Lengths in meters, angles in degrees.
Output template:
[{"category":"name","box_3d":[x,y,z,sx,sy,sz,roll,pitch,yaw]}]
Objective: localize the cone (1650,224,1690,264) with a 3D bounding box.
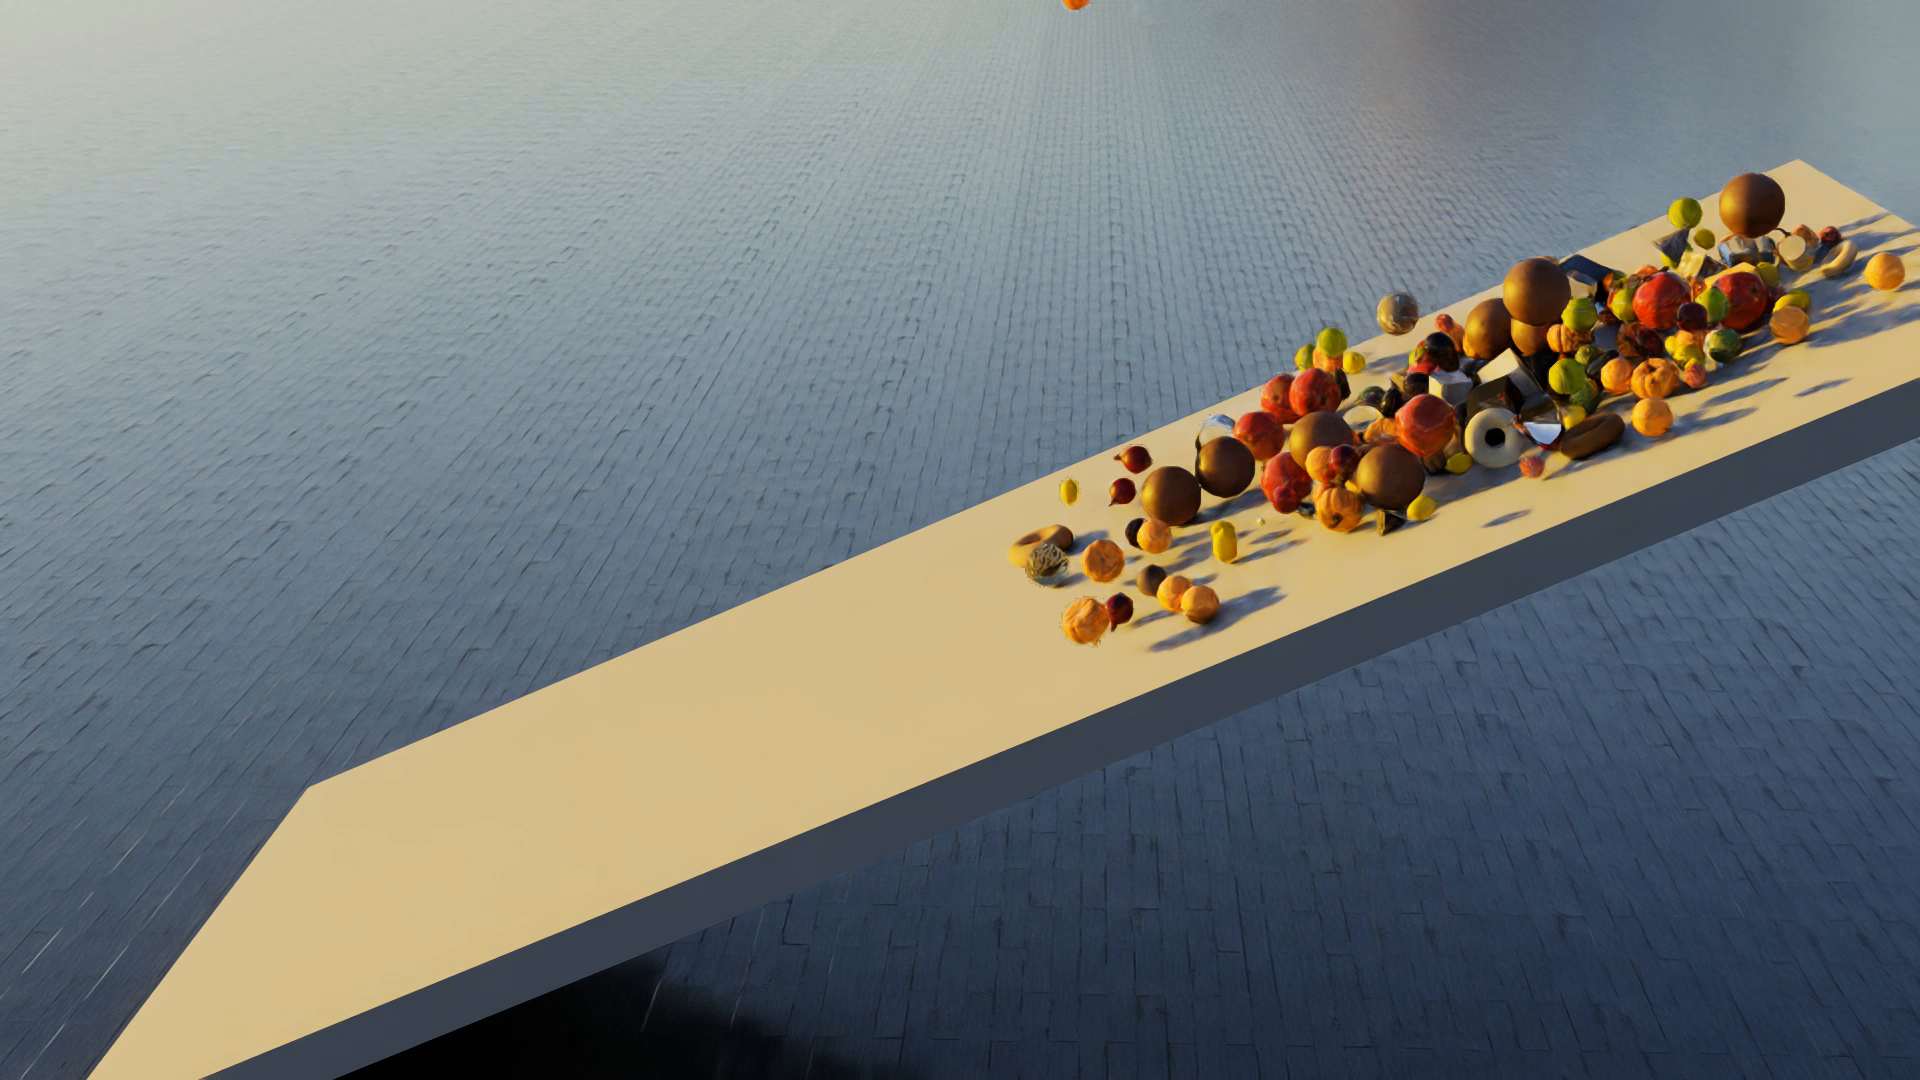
[{"category":"cone","box_3d":[1.528,-0.640,6.255,0.083,0.083,0.083,34,15,-11]}]

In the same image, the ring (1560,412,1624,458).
[{"category":"ring","box_3d":[1.178,-0.195,5.482,0.128,0.043,0.128,-29,12,7]}]

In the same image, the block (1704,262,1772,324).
[{"category":"block","box_3d":[1.558,-0.494,5.891,0.087,0.087,0.087,-24,13,3]}]

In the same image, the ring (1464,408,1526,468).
[{"category":"ring","box_3d":[1.022,-0.195,5.615,0.117,0.117,0.039,4,6,13]}]

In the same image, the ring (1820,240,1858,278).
[{"category":"ring","box_3d":[1.757,-0.562,5.874,0.029,0.088,0.088,38,11,-10]}]

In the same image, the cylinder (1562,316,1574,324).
[{"category":"cylinder","box_3d":[1.319,-0.502,6.307,0.052,0.052,0.052,13,51,40]}]

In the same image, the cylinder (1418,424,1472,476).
[{"category":"cylinder","box_3d":[0.948,-0.176,5.754,0.079,0.079,0.079,-20,6,24]}]

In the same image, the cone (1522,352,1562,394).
[{"category":"cone","box_3d":[1.180,-0.337,5.951,0.081,0.081,0.081,-6,5,0]}]

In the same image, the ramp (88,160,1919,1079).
[{"category":"ramp","box_3d":[0.132,0.170,6.284,4.000,0.100,2.000,-23,13,8]}]

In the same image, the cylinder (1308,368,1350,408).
[{"category":"cylinder","box_3d":[0.827,-0.341,6.584,0.070,0.070,0.070,-18,7,25]}]

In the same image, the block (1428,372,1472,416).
[{"category":"block","box_3d":[0.990,-0.295,5.931,0.066,0.066,0.066,-8,22,-12]}]

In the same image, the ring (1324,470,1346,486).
[{"category":"ring","box_3d":[0.777,-0.121,5.892,0.094,0.031,0.094,-3,-6,0]}]

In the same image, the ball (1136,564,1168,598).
[{"category":"ball","box_3d":[0.380,0.081,5.811,0.064,0.064,0.064,0,15,0]}]

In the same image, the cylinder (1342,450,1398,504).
[{"category":"cylinder","box_3d":[0.811,-0.124,5.803,0.079,0.079,0.079,-28,23,-14]}]

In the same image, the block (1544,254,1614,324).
[{"category":"block","box_3d":[1.286,-0.522,6.112,0.093,0.093,0.093,31,44,30]}]

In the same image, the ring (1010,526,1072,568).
[{"category":"ring","box_3d":[0.179,0.014,6.491,0.149,0.050,0.149,-22,14,6]}]

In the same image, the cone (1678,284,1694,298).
[{"category":"cone","box_3d":[1.553,-0.537,6.223,0.050,0.050,0.050,0,15,-14]}]

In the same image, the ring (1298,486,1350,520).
[{"category":"ring","box_3d":[0.725,-0.074,5.858,0.113,0.038,0.113,-21,12,5]}]

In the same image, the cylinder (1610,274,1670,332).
[{"category":"cylinder","box_3d":[1.404,-0.491,6.076,0.089,0.089,0.089,29,13,-7]}]

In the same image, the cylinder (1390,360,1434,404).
[{"category":"cylinder","box_3d":[0.985,-0.344,6.392,0.070,0.070,0.070,-30,27,-23]}]

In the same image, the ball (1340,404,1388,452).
[{"category":"ball","box_3d":[0.843,-0.233,6.140,0.098,0.098,0.098,0,15,0]}]

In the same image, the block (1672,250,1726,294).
[{"category":"block","box_3d":[1.538,-0.555,6.116,0.065,0.065,0.065,21,2,-30]}]

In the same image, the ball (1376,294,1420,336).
[{"category":"ball","box_3d":[0.951,-0.490,6.384,0.092,0.092,0.092,0,15,0]}]

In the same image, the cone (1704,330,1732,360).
[{"category":"cone","box_3d":[1.482,-0.377,5.702,0.057,0.057,0.057,-1,12,-39]}]

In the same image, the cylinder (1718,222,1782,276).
[{"category":"cylinder","box_3d":[1.629,-0.589,6.069,0.096,0.096,0.096,-31,-3,-2]}]

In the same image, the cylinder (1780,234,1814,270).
[{"category":"cylinder","box_3d":[1.683,-0.577,5.917,0.055,0.055,0.055,12,-13,37]}]

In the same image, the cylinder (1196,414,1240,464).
[{"category":"cylinder","box_3d":[0.581,-0.228,6.626,0.088,0.088,0.088,3,20,12]}]

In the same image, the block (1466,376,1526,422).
[{"category":"block","box_3d":[1.050,-0.251,5.741,0.085,0.085,0.085,-22,40,34]}]

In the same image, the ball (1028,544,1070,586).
[{"category":"ball","box_3d":[0.187,0.054,6.218,0.090,0.090,0.090,0,15,0]}]

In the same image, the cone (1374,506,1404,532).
[{"category":"cone","box_3d":[0.819,-0.035,5.552,0.053,0.053,0.053,13,10,-20]}]

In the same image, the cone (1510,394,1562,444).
[{"category":"cone","box_3d":[1.064,-0.222,5.535,0.096,0.096,0.096,-8,-1,-27]}]

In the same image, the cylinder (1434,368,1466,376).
[{"category":"cylinder","box_3d":[1.015,-0.310,6.097,0.070,0.070,0.070,-8,23,3]}]

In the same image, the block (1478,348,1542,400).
[{"category":"block","box_3d":[1.108,-0.317,5.929,0.083,0.083,0.083,-38,25,17]}]
